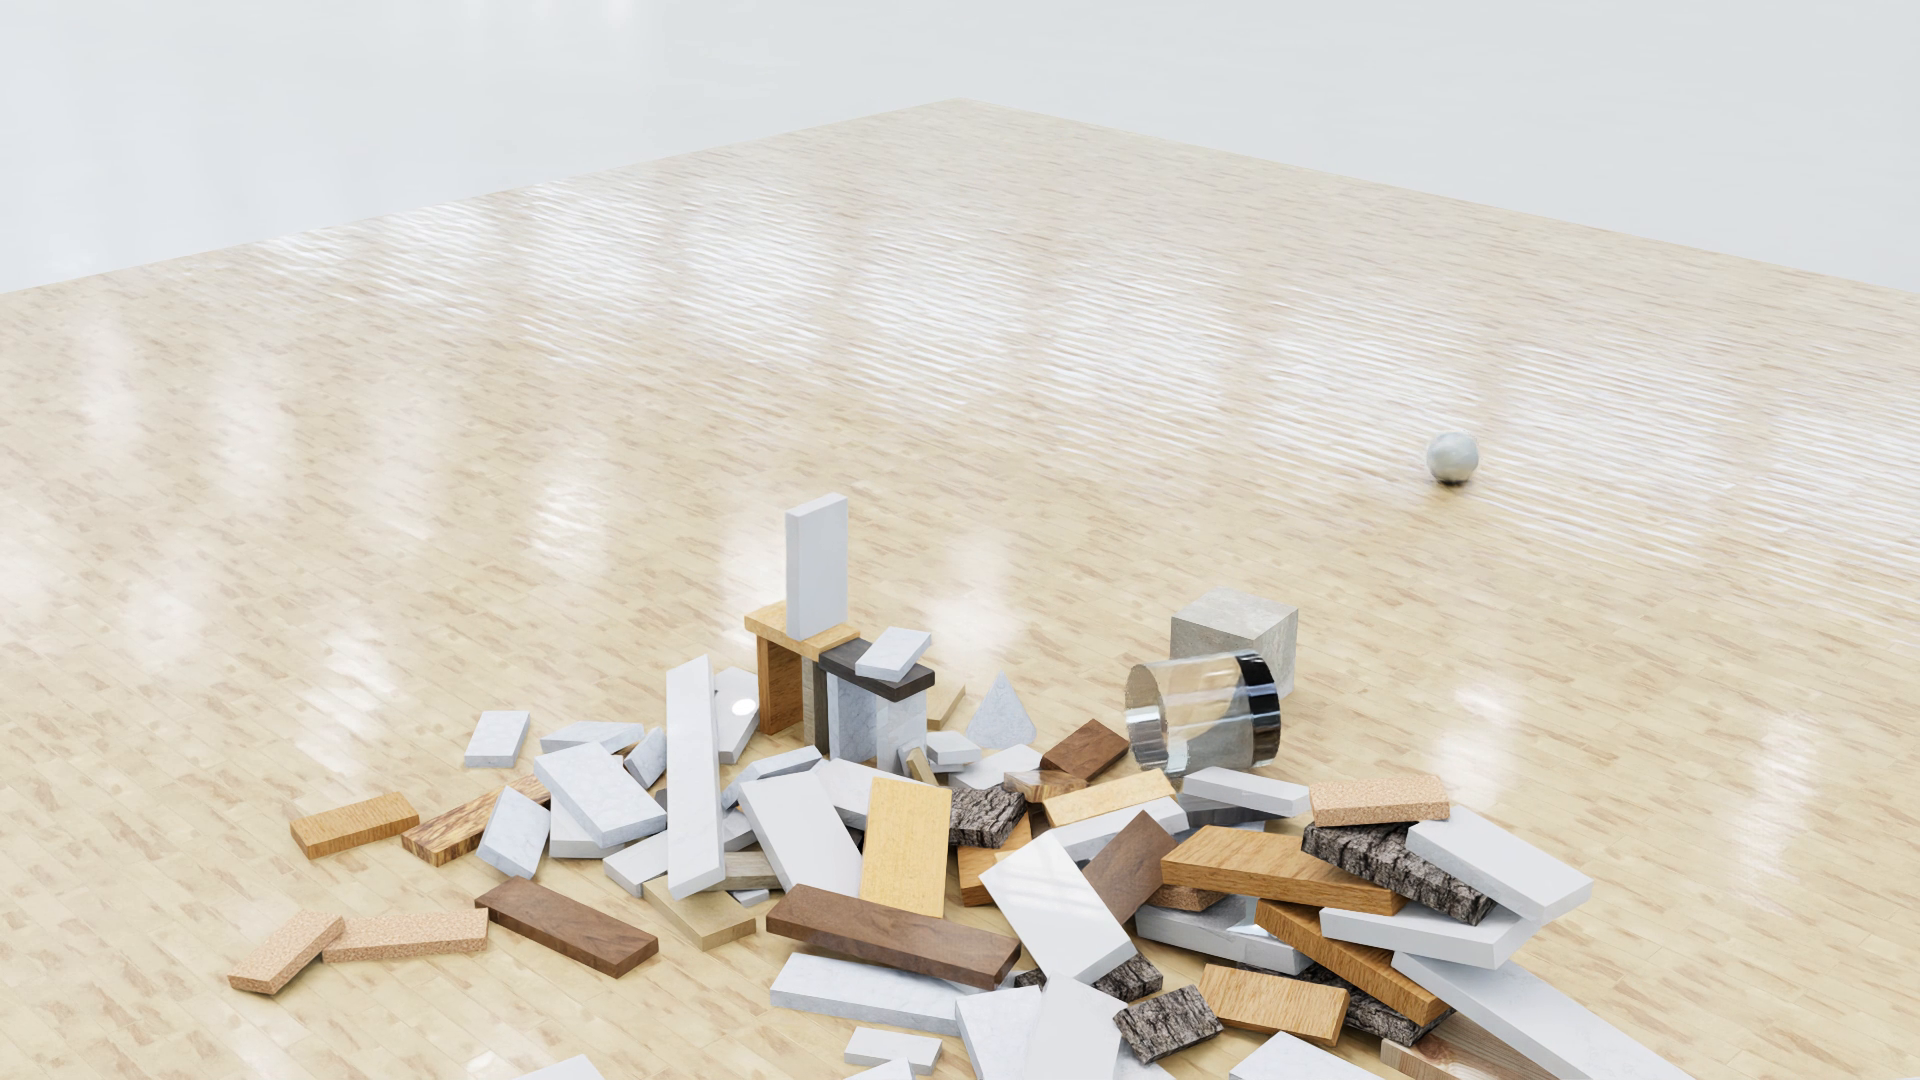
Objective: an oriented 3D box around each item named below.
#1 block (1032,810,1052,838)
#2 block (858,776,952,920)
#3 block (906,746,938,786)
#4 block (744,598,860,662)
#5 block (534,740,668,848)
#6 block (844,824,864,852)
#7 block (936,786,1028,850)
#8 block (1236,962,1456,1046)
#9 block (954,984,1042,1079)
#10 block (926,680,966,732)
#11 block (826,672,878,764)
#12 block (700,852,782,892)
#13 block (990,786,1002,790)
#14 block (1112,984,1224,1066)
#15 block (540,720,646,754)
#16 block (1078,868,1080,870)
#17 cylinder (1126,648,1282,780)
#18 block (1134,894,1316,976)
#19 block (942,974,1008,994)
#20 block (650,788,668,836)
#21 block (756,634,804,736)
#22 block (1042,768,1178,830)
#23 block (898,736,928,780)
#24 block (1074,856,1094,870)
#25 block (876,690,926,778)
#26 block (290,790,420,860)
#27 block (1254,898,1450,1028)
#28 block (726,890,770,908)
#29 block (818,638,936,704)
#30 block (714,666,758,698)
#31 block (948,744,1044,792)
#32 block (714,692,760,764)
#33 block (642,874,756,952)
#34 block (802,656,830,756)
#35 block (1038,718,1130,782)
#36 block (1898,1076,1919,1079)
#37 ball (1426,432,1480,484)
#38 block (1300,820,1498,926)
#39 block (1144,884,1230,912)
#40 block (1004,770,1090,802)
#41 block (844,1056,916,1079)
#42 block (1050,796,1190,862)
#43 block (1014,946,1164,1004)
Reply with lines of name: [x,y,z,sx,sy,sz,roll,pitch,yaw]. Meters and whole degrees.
block: [0.240,0.543,4.343,0.202,0.029,0.101,-21,20,13]
block: [-0.104,0.589,4.148,0.155,0.044,0.310,11,42,-6]
block: [-0.073,0.483,4.483,0.016,0.112,0.056,-19,16,21]
block: [-0.336,0.191,4.665,0.236,0.033,0.118,21,30,40]
block: [-0.717,0.504,4.373,0.142,0.040,0.284,-13,34,-36]
block: [-0.223,0.583,4.315,0.069,0.020,0.139,6,24,13]
block: [-0.026,0.541,4.328,0.282,0.040,0.141,2,27,26]
block: [0.680,0.768,3.824,0.356,0.050,0.178,11,24,43]
block: [0.098,0.859,3.633,0.146,0.041,0.292,-6,32,-13]
block: [-0.060,0.363,4.871,0.094,0.027,0.187,7,24,16]
block: [-0.223,0.362,4.617,0.113,0.227,0.032,-21,30,-40]
block: [-0.429,0.629,4.180,0.200,0.028,0.100,2,18,-22]
block: [0.029,0.525,4.428,0.112,0.016,0.056,-25,0,44]
block: [0.352,0.816,3.707,0.187,0.027,0.094,-8,53,-43]
block: [-0.778,0.419,4.648,0.221,0.031,0.111,-3,15,45]
block: [0.290,0.603,4.194,0.123,0.035,0.246,-20,12,-35]
cylinder: [0.504,0.365,4.586,0.247,0.247,0.247,-7,24,-16]
block: [0.511,0.691,3.971,0.356,0.050,0.178,5,20,45]
block: [0.005,0.754,3.870,0.150,0.021,0.075,21,31,40]
block: [-0.583,0.541,4.430,0.074,0.021,0.148,-17,22,7]
block: [-0.383,0.295,4.764,0.033,0.236,0.118,19,30,38]
block: [0.290,0.511,4.248,0.239,0.034,0.120,-15,20,-6]
block: [-0.090,0.467,4.512,0.016,0.113,0.056,-1,19,46]
block: [0.267,0.580,4.151,0.123,0.035,0.246,-17,10,-18]
block: [-0.119,0.405,4.516,0.032,0.227,0.113,20,30,39]
block: [-1.205,0.568,4.382,0.226,0.032,0.113,-14,27,-30]
block: [0.703,0.689,3.775,0.178,0.050,0.356,-21,37,-41]
block: [-0.422,0.658,4.186,0.063,0.018,0.125,-15,27,-32]
block: [-0.172,0.265,4.513,0.227,0.032,0.113,21,31,40]
block: [-0.464,0.345,4.909,0.221,0.031,0.111,17,28,34]
block: [0.085,0.485,4.581,0.202,0.029,0.101,-18,29,-36]
block: [-0.503,0.402,4.731,0.111,0.031,0.221,3,30,15]
block: [-0.488,0.686,4.103,0.113,0.032,0.226,-16,28,-33]
block: [-0.278,0.335,4.669,0.033,0.236,0.118,20,30,39]
block: [0.264,0.451,4.623,0.101,0.029,0.202,33,35,22]
block: [1.487,0.927,3.526,0.274,0.039,0.137,-3,23,-8]
ball: [1.370,-0.229,6.112,0.146,0.146,0.146,0,23,0]
block: [0.757,0.534,3.705,0.322,0.046,0.161,21,29,30]
block: [0.391,0.637,4.078,0.123,0.035,0.246,-21,12,-40]
block: [0.173,0.494,4.413,0.120,0.034,0.240,-1,0,-12]
block: [-0.127,0.938,3.434,0.151,0.043,0.302,-21,25,-1]
block: [0.297,0.542,4.119,0.240,0.034,0.120,-15,10,-7]
block: [0.226,0.778,3.861,0.237,0.034,0.118,-14,35,-30]
